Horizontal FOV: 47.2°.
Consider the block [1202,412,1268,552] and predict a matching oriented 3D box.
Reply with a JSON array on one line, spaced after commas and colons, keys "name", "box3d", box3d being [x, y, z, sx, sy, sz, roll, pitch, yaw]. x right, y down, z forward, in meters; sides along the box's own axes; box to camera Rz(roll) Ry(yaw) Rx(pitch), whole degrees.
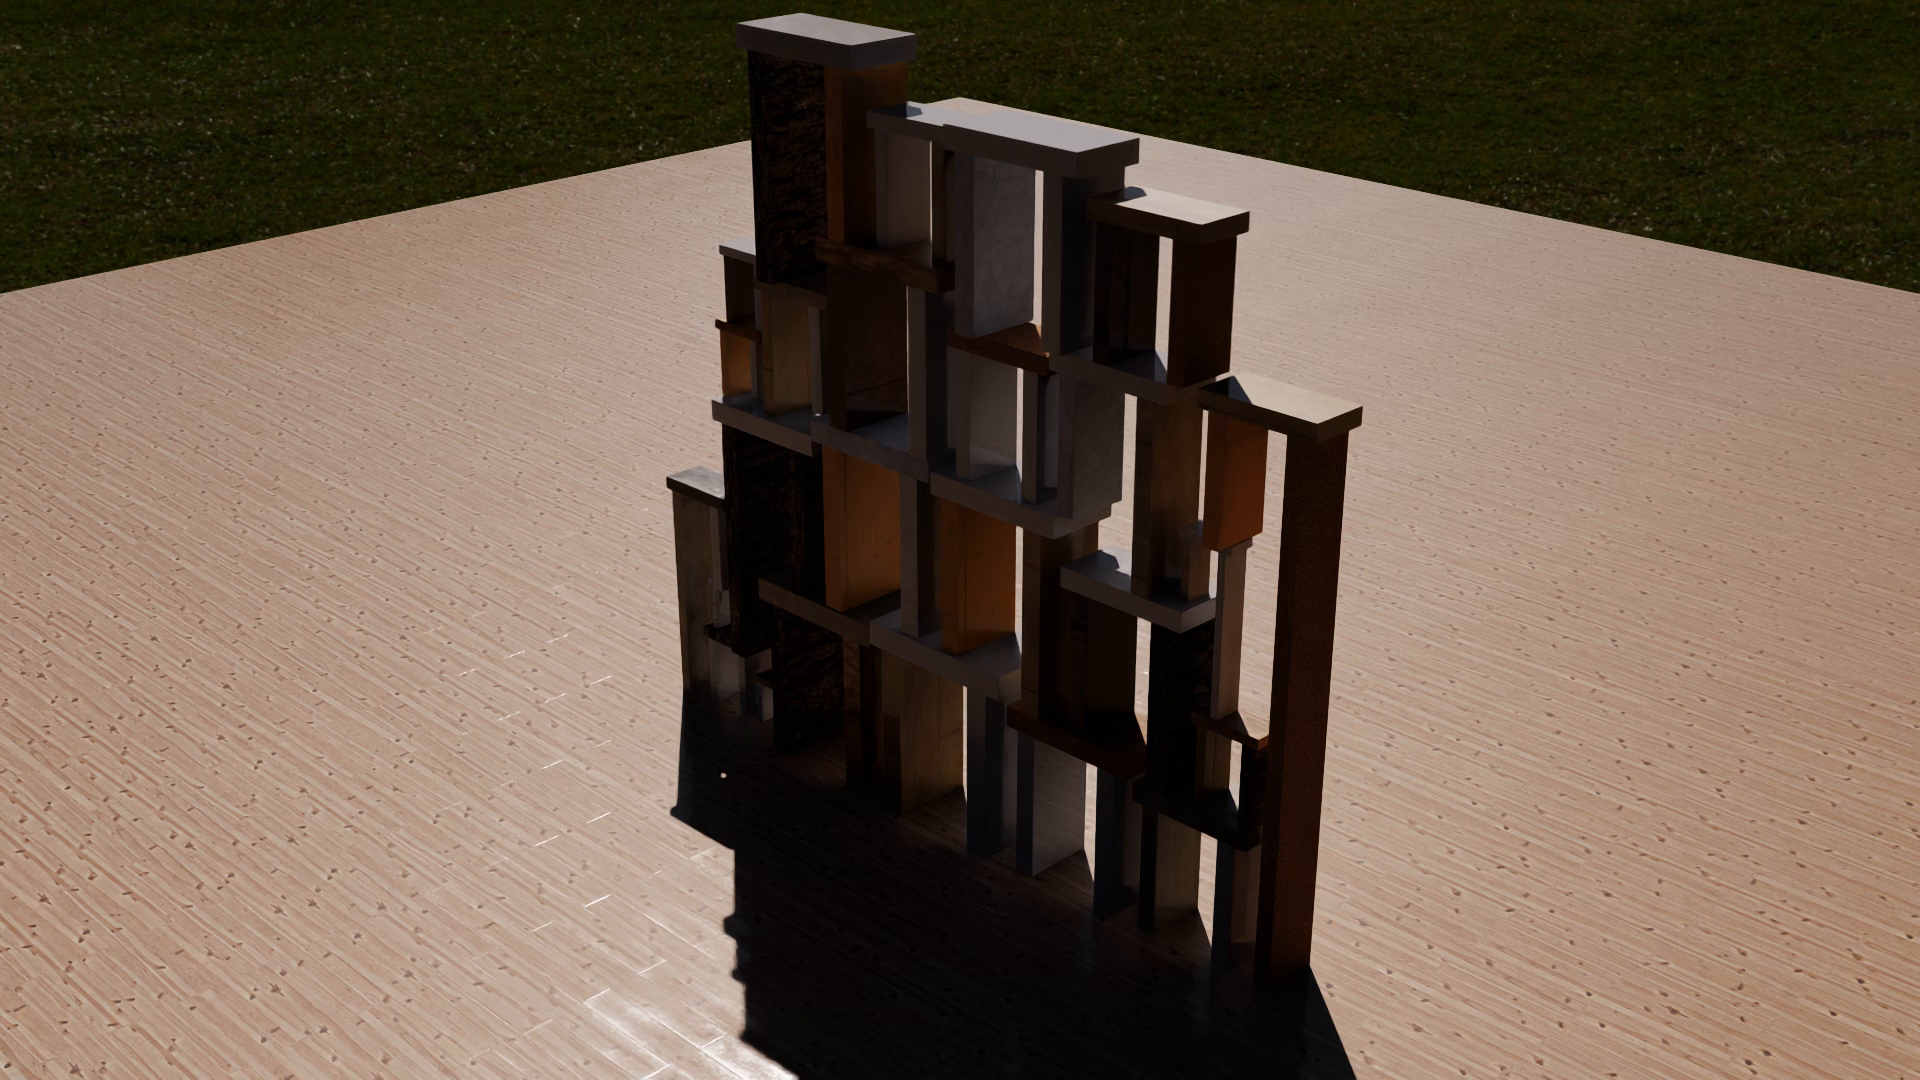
[{"name": "block", "box3d": [0.461, -0.112, 3.677, 0.121, 0.241, 0.034, -21, 31, -41]}]

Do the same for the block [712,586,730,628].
[{"name": "block", "box3d": [-0.521, 0.141, 4.851, 0.014, 0.101, 0.050, 23, 32, 40]}]

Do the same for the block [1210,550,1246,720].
[{"name": "block", "box3d": [0.463, 0.159, 3.792, 0.016, 0.316, 0.058, 21, 31, 41]}]

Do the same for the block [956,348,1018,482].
[{"name": "block", "box3d": [0.050, -0.245, 4.062, 0.125, 0.250, 0.035, -21, 31, -41]}]

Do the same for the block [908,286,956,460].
[{"name": "block", "box3d": [-0.021, -0.328, 4.106, 0.047, 0.328, 0.164, 21, 31, 41]}]

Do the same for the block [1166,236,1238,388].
[{"name": "block", "box3d": [0.399, -0.384, 3.625, 0.123, 0.246, 0.035, -21, 31, -41]}]

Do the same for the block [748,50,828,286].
[{"name": "block", "box3d": [-0.326, -0.731, 4.263, 0.046, 0.449, 0.162, 21, 31, 41]}]

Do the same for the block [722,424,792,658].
[{"name": "block", "box3d": [-0.422, -0.016, 4.678, 0.044, 0.525, 0.155, 21, 31, 40]}]

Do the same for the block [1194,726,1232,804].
[{"name": "block", "box3d": [0.450, 0.386, 3.907, 0.021, 0.148, 0.074, 21, 31, 41]}]

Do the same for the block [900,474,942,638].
[{"name": "block", "box3d": [-0.040, 0.010, 4.275, 0.047, 0.331, 0.166, 21, 31, 41]}]

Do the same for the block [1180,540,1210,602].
[{"name": "block", "box3d": [0.408, 0.046, 3.803, 0.058, 0.115, 0.016, -21, 31, -41]}]

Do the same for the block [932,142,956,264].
[{"name": "block", "box3d": [-0.001, -0.616, 3.963, 0.031, 0.220, 0.110, 21, 31, 40]}]

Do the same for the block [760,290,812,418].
[{"name": "block", "box3d": [-0.346, -0.386, 4.435, 0.031, 0.259, 0.109, 21, 31, 40]}]

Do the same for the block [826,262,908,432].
[{"name": "block", "box3d": [-0.177, -0.388, 4.247, 0.047, 0.329, 0.164, 21, 31, 40]}]

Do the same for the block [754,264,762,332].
[{"name": "block", "box3d": [-0.381, -0.494, 4.429, 0.020, 0.139, 0.069, 21, 31, 40]}]

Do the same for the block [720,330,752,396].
[{"name": "block", "box3d": [-0.462, -0.375, 4.559, 0.020, 0.141, 0.071, 21, 31, 40]}]

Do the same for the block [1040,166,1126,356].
[{"name": "block", "box3d": [0.211, -0.488, 3.781, 0.157, 0.314, 0.044, -21, 31, -41]}]

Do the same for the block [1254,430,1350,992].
[{"name": "block", "box3d": [0.575, 0.299, 3.728, 0.034, 1.038, 0.121, 21, 31, 41]}]

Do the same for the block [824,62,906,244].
[{"name": "block", "box3d": [-0.174, -0.730, 4.099, 0.162, 0.324, 0.046, -21, 31, -40]}]

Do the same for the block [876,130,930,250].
[{"name": "block", "box3d": [-0.105, -0.656, 4.058, 0.031, 0.220, 0.110, 21, 31, 40]}]

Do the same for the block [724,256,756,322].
[{"name": "block", "box3d": [-0.447, -0.519, 4.489, 0.020, 0.139, 0.069, 21, 31, 40]}]

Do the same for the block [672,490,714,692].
[{"name": "block", "box3d": [-0.582, 0.104, 4.898, 0.027, 0.482, 0.096, 21, 31, 41]}]

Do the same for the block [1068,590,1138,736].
[{"name": "block", "box3d": [0.263, 0.207, 4.034, 0.040, 0.282, 0.141, 21, 31, 41]}]

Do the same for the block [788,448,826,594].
[{"name": "block", "box3d": [-0.275, -0.057, 4.501, 0.044, 0.310, 0.155, 21, 31, 41]}]

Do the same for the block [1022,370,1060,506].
[{"name": "block", "box3d": [0.168, -0.199, 3.954, 0.035, 0.250, 0.125, 21, 31, 41]}]

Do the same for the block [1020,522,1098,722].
[{"name": "block", "box3d": [0.185, 0.137, 4.079, 0.044, 0.376, 0.157, 21, 31, 41]}]

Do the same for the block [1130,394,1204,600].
[{"name": "block", "box3d": [0.358, -0.086, 3.797, 0.132, 0.363, 0.037, -21, 31, -41]}]

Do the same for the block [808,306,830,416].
[{"name": "block", "box3d": [-0.243, -0.365, 4.334, 0.031, 0.219, 0.109, 21, 31, 41]}]

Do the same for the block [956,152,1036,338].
[{"name": "block", "box3d": [0.063, -0.538, 3.920, 0.157, 0.331, 0.044, -21, 31, -40]}]

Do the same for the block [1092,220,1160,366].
[{"name": "block", "box3d": [0.283, -0.430, 3.731, 0.123, 0.246, 0.035, -21, 31, -41]}]

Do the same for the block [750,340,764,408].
[{"name": "block", "box3d": [-0.395, -0.349, 4.498, 0.020, 0.141, 0.071, 21, 31, 40]}]

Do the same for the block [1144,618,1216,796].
[{"name": "block", "box3d": [0.396, 0.281, 3.921, 0.040, 0.330, 0.141, 21, 31, 41]}]

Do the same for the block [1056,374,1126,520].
[{"name": "block", "box3d": [0.233, -0.181, 3.893, 0.037, 0.265, 0.132, 21, 31, 41]}]

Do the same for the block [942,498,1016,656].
[{"name": "block", "box3d": [0.037, 0.050, 4.203, 0.044, 0.313, 0.157, 21, 31, 41]}]

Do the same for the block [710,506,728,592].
[{"name": "block", "box3d": [-0.491, 0.006, 4.756, 0.027, 0.193, 0.096, 20, 30, 41]}]

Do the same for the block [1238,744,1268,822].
[{"name": "block", "box3d": [0.520, 0.413, 3.843, 0.021, 0.148, 0.074, 21, 31, 40]}]

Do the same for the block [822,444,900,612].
[{"name": "block", "box3d": [-0.196, -0.044, 4.422, 0.047, 0.348, 0.166, 21, 31, 41]}]
